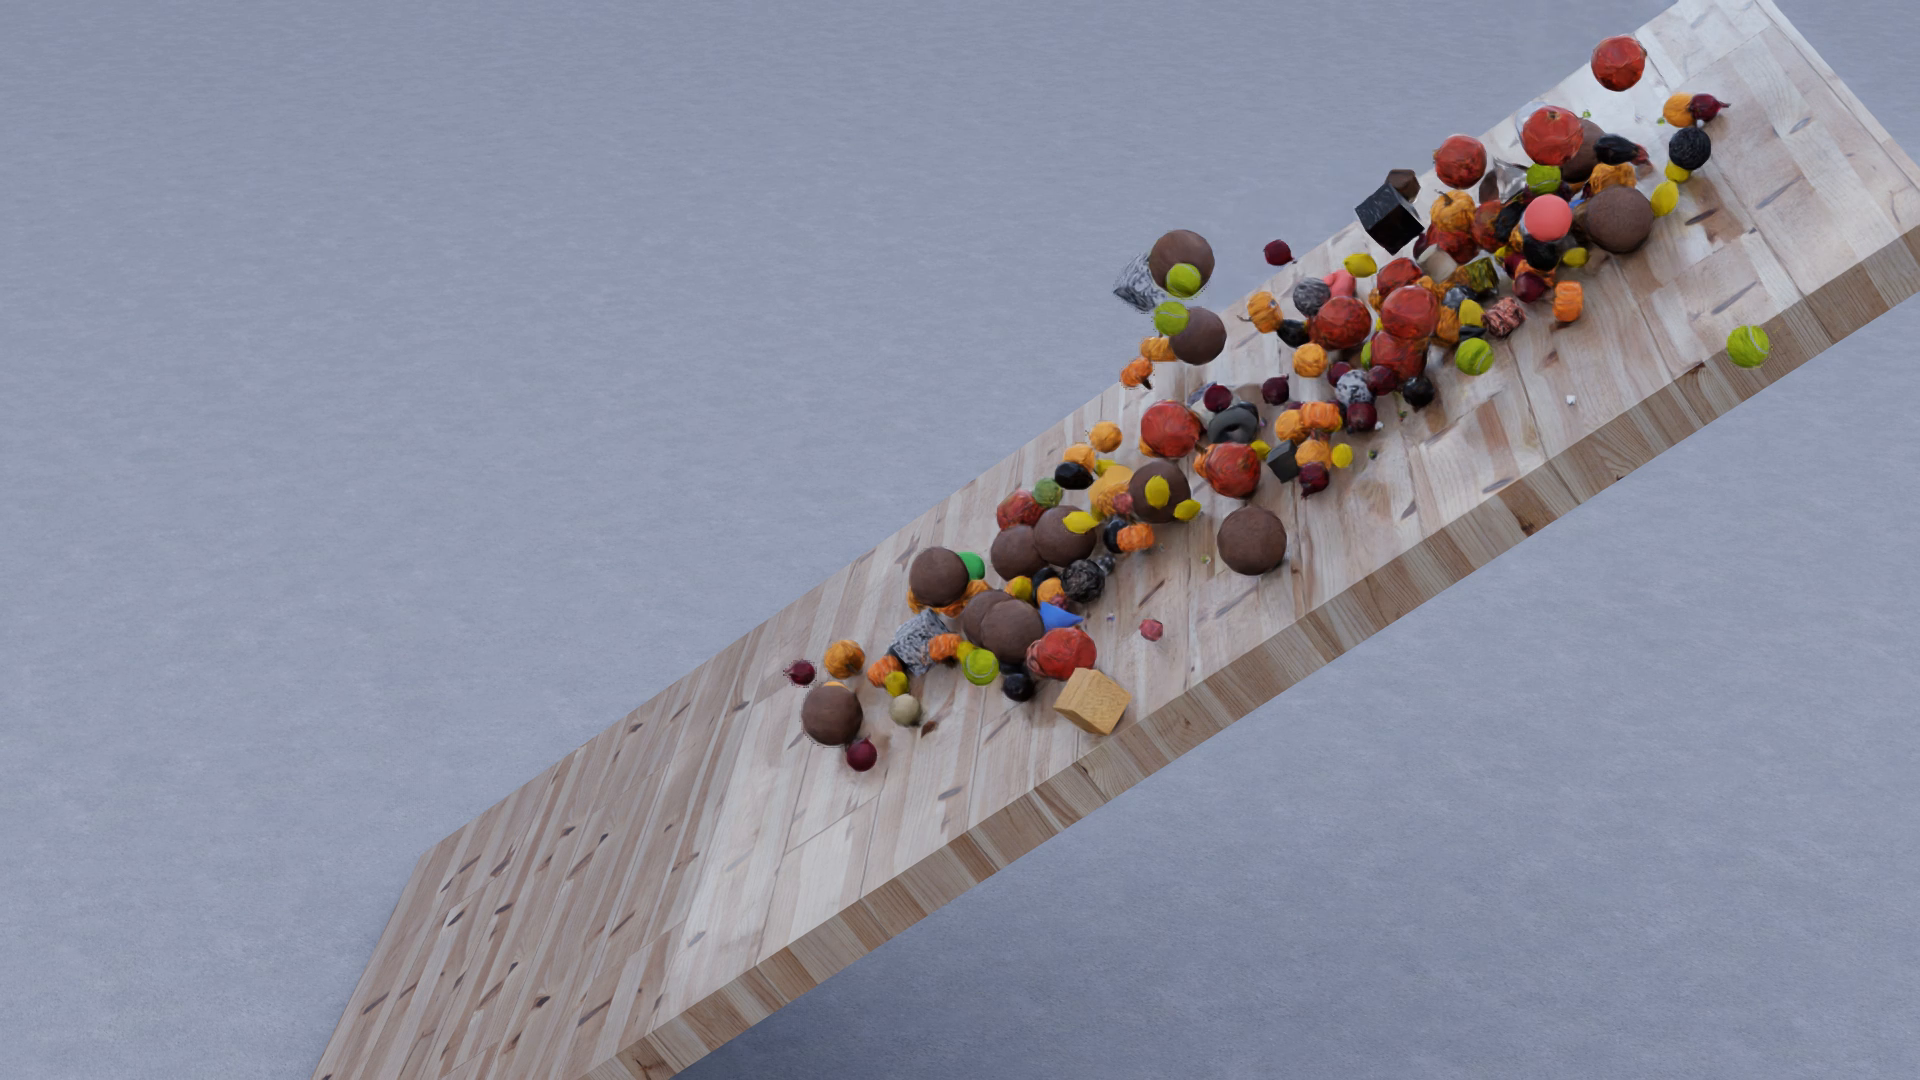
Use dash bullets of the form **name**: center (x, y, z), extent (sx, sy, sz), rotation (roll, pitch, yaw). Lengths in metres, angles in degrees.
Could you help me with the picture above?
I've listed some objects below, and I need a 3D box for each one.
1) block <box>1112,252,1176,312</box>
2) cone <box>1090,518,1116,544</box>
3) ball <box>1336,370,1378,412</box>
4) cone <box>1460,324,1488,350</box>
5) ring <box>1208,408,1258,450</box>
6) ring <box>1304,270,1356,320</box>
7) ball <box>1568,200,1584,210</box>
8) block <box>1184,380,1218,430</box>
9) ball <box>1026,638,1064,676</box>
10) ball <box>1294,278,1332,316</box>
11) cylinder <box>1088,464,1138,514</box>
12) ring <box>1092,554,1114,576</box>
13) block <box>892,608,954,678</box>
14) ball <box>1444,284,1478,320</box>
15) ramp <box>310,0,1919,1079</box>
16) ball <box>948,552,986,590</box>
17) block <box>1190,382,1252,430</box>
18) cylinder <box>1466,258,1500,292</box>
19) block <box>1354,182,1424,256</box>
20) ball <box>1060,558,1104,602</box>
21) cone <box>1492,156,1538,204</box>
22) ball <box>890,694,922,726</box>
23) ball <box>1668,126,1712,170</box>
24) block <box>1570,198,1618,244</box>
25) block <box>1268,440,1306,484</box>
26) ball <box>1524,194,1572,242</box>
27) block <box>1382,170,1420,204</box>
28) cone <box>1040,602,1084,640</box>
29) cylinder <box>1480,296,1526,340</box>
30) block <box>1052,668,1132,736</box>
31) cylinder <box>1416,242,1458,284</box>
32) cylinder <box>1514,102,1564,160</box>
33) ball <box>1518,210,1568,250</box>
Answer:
- **block**: center (0.392, -0.547, 6.250), extent (0.083, 0.083, 0.083), rotation (33, -17, -15)
- **cone**: center (0.303, -0.030, 6.216), extent (0.053, 0.053, 0.053), rotation (1, 41, 3)
- **ball**: center (0.785, -0.295, 5.814), extent (0.084, 0.084, 0.084), rotation (0, 22, 0)
- **cone**: center (1.004, -0.402, 5.694), extent (0.052, 0.052, 0.052), rotation (-17, -6, -35)
- **ring**: center (0.568, -0.232, 6.128), extent (0.106, 0.106, 0.035), rotation (-5, 47, -12)
- **ring**: center (0.819, -0.545, 6.537), extent (0.140, 0.047, 0.140), rotation (-38, 18, 14)
- **ball**: center (1.239, -0.654, 5.886), extent (0.053, 0.053, 0.053), rotation (0, 22, 0)
- **block**: center (0.542, -0.294, 6.414), extent (0.066, 0.066, 0.066), rotation (-28, 18, 33)
- **ball**: center (0.166, 0.230, 5.761), extent (0.075, 0.075, 0.075), rotation (0, 22, 0)
- **ball**: center (0.734, -0.507, 6.133), extent (0.079, 0.079, 0.079), rotation (0, 22, 0)
- **cylinder**: center (0.328, -0.109, 6.307), extent (0.078, 0.078, 0.078), rotation (12, 57, -20)
- **ring**: center (0.286, 0.059, 6.068), extent (0.078, 0.026, 0.078), rotation (-37, 15, 11)
- **block**: center (-0.079, 0.219, 6.316), extent (0.090, 0.090, 0.090), rotation (-33, 16, 19)
- **ball**: center (0.999, -0.475, 5.868), extent (0.068, 0.068, 0.068), rotation (0, 22, 0)
- **ramp**: center (0.130, 0.178, 6.319), extent (4.000, 0.100, 2.000), rotation (-34, 16, 16)
- **ball**: center (0.014, 0.066, 6.413), extent (0.082, 0.082, 0.082), rotation (0, 22, 0)
- **block**: center (0.559, -0.271, 6.272), extent (0.086, 0.086, 0.086), rotation (-39, 15, -3)
- **cylinder**: center (1.034, -0.525, 5.823), extent (0.053, 0.053, 0.053), rotation (-22, 8, 3)
- **block**: center (0.902, -0.674, 6.169), extent (0.091, 0.091, 0.091), rotation (37, 23, -33)
- **ball**: center (0.249, 0.083, 5.965), extent (0.089, 0.089, 0.089), rotation (0, 22, 0)
- **cone**: center (1.096, -0.736, 5.908), extent (0.092, 0.092, 0.092), rotation (-36, -4, -3)
- **ball**: center (-0.112, 0.351, 6.060), extent (0.068, 0.068, 0.068), rotation (0, 22, 0)
- **ball**: center (1.408, -0.755, 5.672), extent (0.082, 0.082, 0.082), rotation (0, 22, 0)
- **block**: center (1.238, -0.628, 5.781), extent (0.064, 0.064, 0.064), rotation (-34, 15, -9)
- **block**: center (0.644, -0.155, 5.798), extent (0.054, 0.054, 0.054), rotation (-33, 17, 22)
- **ball**: center (1.113, -0.609, 5.569), extent (0.090, 0.090, 0.090), rotation (0, 22, 0)
- **block**: center (0.998, -0.796, 6.652), extent (0.057, 0.057, 0.057), rotation (5, 53, 35)
- **cone**: center (0.211, 0.162, 5.926), extent (0.083, 0.083, 0.083), rotation (-4, 21, 16)
- **cylinder**: center (1.046, -0.428, 5.663), extent (0.062, 0.062, 0.062), rotation (-39, 30, -4)
- **block**: center (0.241, 0.294, 5.353), extent (0.087, 0.087, 0.087), rotation (36, -14, -20)
- **cylinder**: center (0.956, -0.553, 5.893), extent (0.060, 0.060, 0.060), rotation (43, 21, -11)
- **cylinder**: center (1.192, -0.842, 6.051), extent (0.085, 0.085, 0.085), rotation (-11, 58, 18)
- **ball**: center (1.147, -0.618, 5.780), extent (0.097, 0.097, 0.097), rotation (0, 22, 0)
